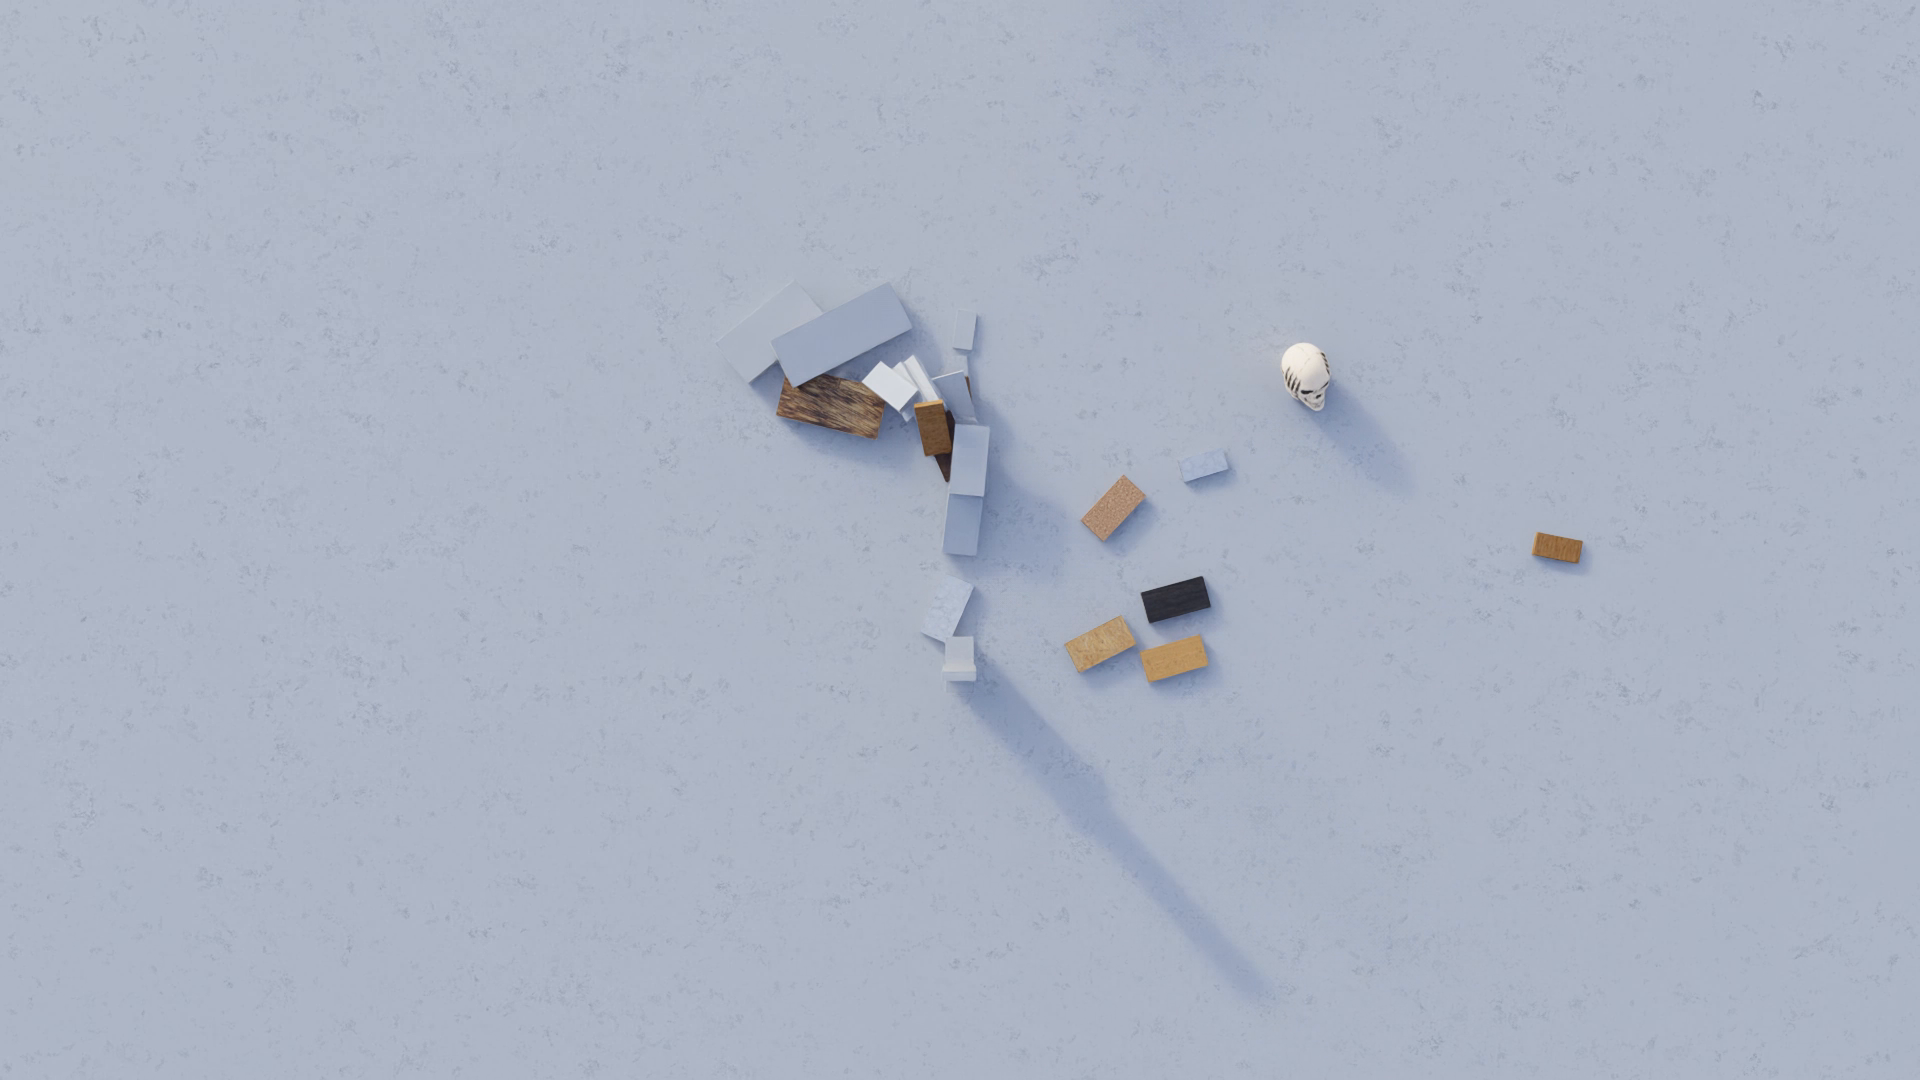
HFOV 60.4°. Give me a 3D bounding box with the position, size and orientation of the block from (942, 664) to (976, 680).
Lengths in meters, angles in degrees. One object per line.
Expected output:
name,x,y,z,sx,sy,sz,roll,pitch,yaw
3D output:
block,-0.002,0.416,5.173,0.104,0.248,0.029,0,90,0

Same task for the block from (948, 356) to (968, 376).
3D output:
block,-0.003,-0.547,5.491,0.063,0.018,0.126,-4,90,0

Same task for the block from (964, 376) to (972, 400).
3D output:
block,0.005,-0.479,5.474,0.063,0.018,0.126,-7,103,1

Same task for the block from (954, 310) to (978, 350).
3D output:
block,0.017,-0.698,5.491,0.063,0.018,0.126,8,90,0

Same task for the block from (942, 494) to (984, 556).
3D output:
block,0.010,-0.067,5.454,0.114,0.032,0.228,6,104,-3

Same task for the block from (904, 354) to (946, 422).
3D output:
block,-0.137,-0.491,5.425,0.108,0.030,0.215,-39,65,22

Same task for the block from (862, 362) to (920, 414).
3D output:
block,-0.226,-0.499,5.398,0.185,0.026,0.093,39,84,29

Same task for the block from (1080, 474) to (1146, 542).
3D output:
block,0.509,-0.106,5.485,0.104,0.029,0.208,43,90,0

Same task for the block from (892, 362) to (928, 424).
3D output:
block,-0.179,-0.485,5.417,0.093,0.026,0.185,-40,65,21

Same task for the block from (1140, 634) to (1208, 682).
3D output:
block,0.711,0.394,5.485,0.208,0.029,0.104,-16,90,0

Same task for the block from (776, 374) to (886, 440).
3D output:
block,-0.423,-0.455,5.476,0.341,0.048,0.171,14,90,0

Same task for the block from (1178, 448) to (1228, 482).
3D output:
block,0.808,-0.251,5.489,0.152,0.022,0.076,-17,90,0

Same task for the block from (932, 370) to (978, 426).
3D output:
block,-0.014,-0.443,5.458,0.108,0.030,0.215,-15,103,3

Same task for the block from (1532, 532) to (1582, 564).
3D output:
block,1.988,0.026,5.489,0.152,0.022,0.076,11,90,0

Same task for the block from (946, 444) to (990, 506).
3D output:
block,0.027,-0.209,5.451,0.114,0.032,0.228,8,104,-4

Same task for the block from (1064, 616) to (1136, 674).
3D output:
block,0.466,0.346,5.485,0.213,0.030,0.107,-27,90,0

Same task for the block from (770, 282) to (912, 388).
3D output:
block,-0.392,-0.676,5.436,0.443,0.048,0.171,-28,95,-8

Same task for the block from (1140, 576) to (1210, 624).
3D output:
block,0.716,0.198,5.485,0.213,0.030,0.107,-15,90,0

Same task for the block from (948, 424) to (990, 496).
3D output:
block,0.031,-0.261,5.392,0.114,0.032,0.228,5,91,-4

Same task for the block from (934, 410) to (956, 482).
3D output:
block,-0.040,-0.311,5.458,0.108,0.030,0.215,-23,103,4

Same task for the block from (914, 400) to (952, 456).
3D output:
block,-0.086,-0.365,5.382,0.093,0.026,0.185,-9,123,5

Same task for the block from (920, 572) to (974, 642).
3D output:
block,-0.043,0.227,5.485,0.107,0.030,0.213,24,90,0

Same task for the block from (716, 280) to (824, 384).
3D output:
block,-0.623,-0.690,5.476,0.341,0.048,0.171,-39,90,0

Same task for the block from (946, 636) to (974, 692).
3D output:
block,0.000,0.401,5.309,0.089,0.025,0.178,0,90,0
